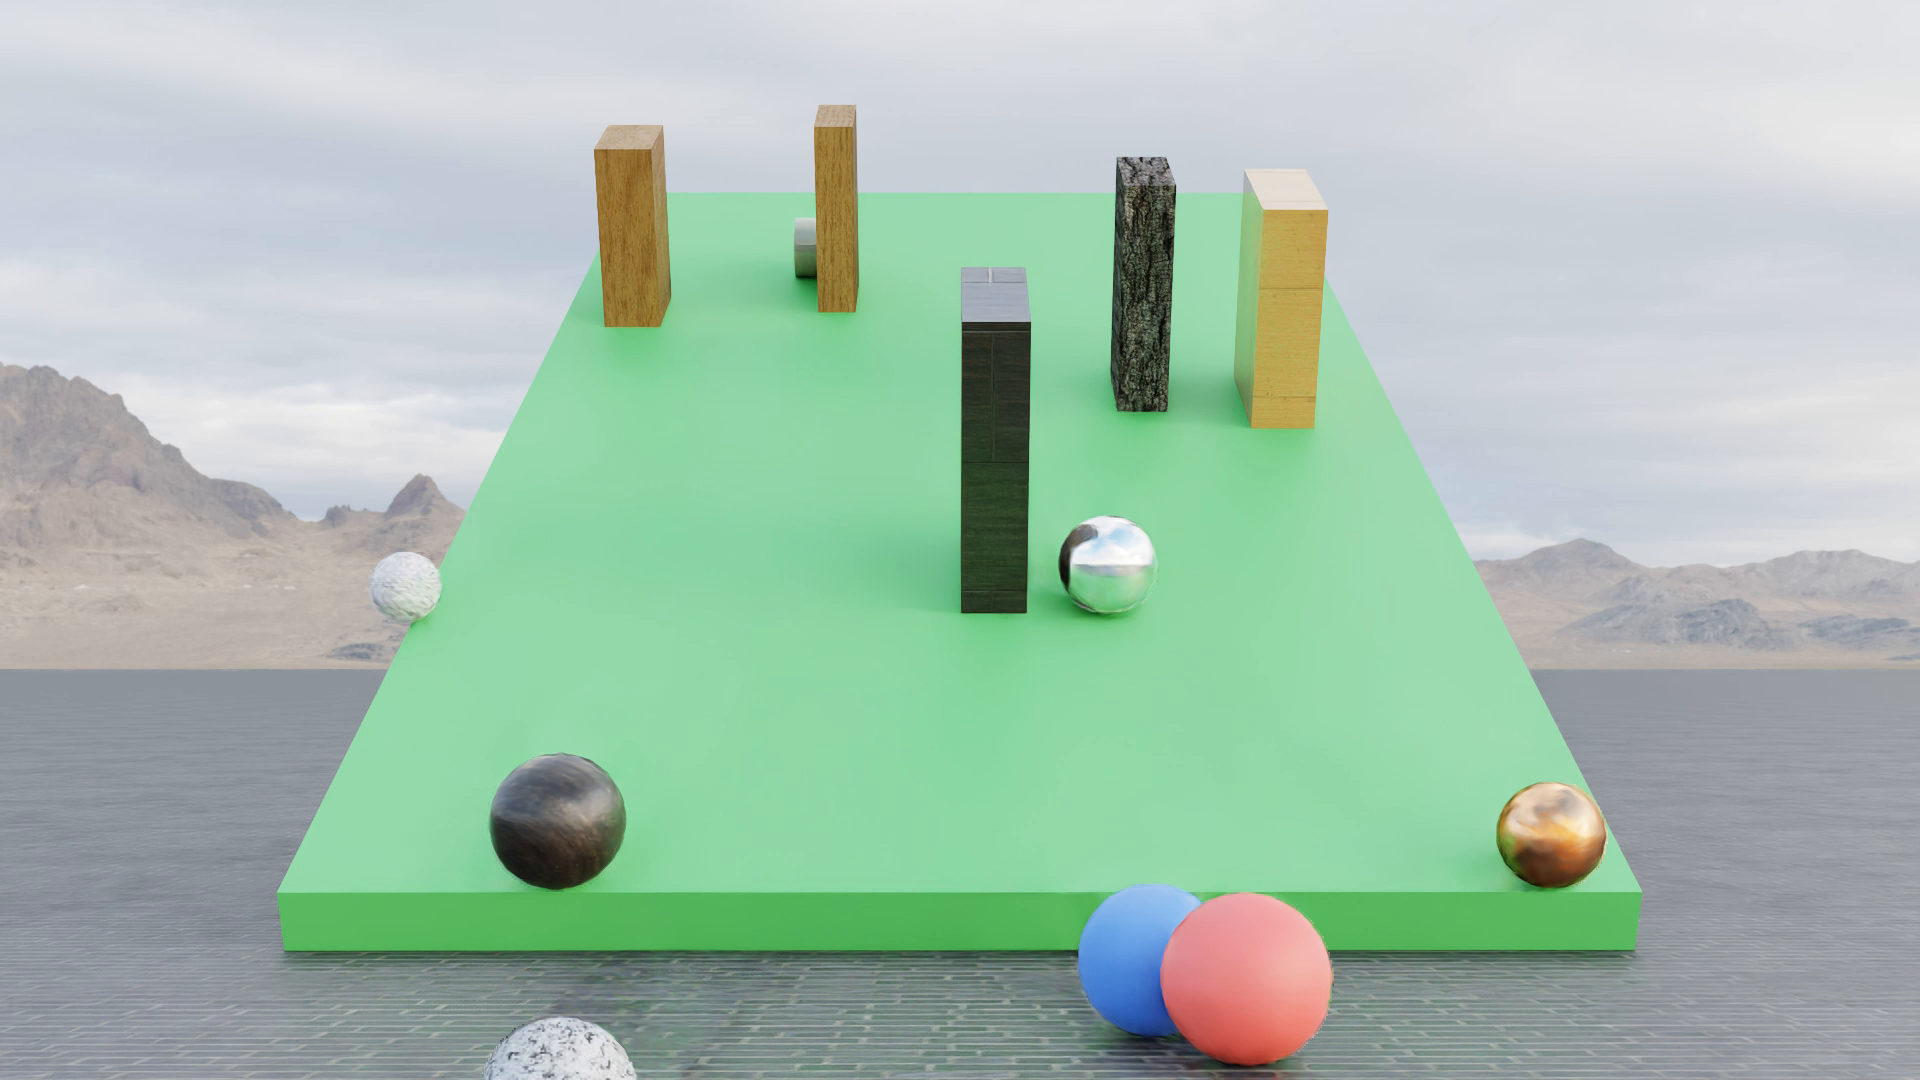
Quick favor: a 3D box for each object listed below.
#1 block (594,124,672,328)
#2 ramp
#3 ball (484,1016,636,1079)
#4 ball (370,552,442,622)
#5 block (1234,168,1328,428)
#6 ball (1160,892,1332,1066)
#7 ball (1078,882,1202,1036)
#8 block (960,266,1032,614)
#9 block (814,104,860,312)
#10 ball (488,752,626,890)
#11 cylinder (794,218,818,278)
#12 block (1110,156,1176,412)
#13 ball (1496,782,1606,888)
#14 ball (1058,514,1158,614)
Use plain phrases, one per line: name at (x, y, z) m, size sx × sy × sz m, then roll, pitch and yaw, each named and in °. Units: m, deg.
block at (-0.827, -0.798, 5.873) m, size 0.140 × 0.455 × 0.259 m, roll 0°, pitch 23°, yaw 0°
ramp at (-0.007, -0.226, 5.247) m, size 2.000 × 0.100 × 4.000 m, roll 0°, pitch 23°, yaw 0°
ball at (-0.334, 0.464, 1.931) m, size 0.129 × 0.129 × 0.129 m, roll 0°, pitch -3°, yaw 0°
ball at (-1.012, 0.085, 4.227) m, size 0.129 × 0.129 × 0.129 m, roll 0°, pitch -3°, yaw 0°
block at (0.722, -0.550, 5.241) m, size 0.141 × 0.503 × 0.354 m, roll 0°, pitch 23°, yaw 0°
ball at (0.304, 0.466, 2.459) m, size 0.181 × 0.181 × 0.181 m, roll 0°, pitch -3°, yaw 0°
ball at (0.221, 0.480, 2.647) m, size 0.173 × 0.173 × 0.173 m, roll 0°, pitch -3°, yaw 0°
block at (0.063, -0.190, 4.320) m, size 0.122 × 0.564 × 0.338 m, roll 0°, pitch 23°, yaw 0°
block at (-0.317, -0.857, 5.977) m, size 0.097 × 0.483 × 0.248 m, roll 0°, pitch 23°, yaw 0°
ball at (-0.588, 0.410, 3.381) m, size 0.199 × 0.199 × 0.199 m, roll 0°, pitch -3°, yaw 0°
cylinder at (-0.362, -0.787, 6.228) m, size 0.158 × 0.158 × 0.158 m, roll -2°, pitch -3°, yaw 1°
block at (0.416, -0.586, 5.294) m, size 0.114 × 0.526 × 0.262 m, roll 0°, pitch 23°, yaw 0°
ball at (0.865, 0.432, 3.391) m, size 0.156 × 0.156 × 0.156 m, roll 0°, pitch -3°, yaw 0°
ball at (0.272, 0.045, 4.257) m, size 0.183 × 0.183 × 0.183 m, roll 0°, pitch -3°, yaw 0°
